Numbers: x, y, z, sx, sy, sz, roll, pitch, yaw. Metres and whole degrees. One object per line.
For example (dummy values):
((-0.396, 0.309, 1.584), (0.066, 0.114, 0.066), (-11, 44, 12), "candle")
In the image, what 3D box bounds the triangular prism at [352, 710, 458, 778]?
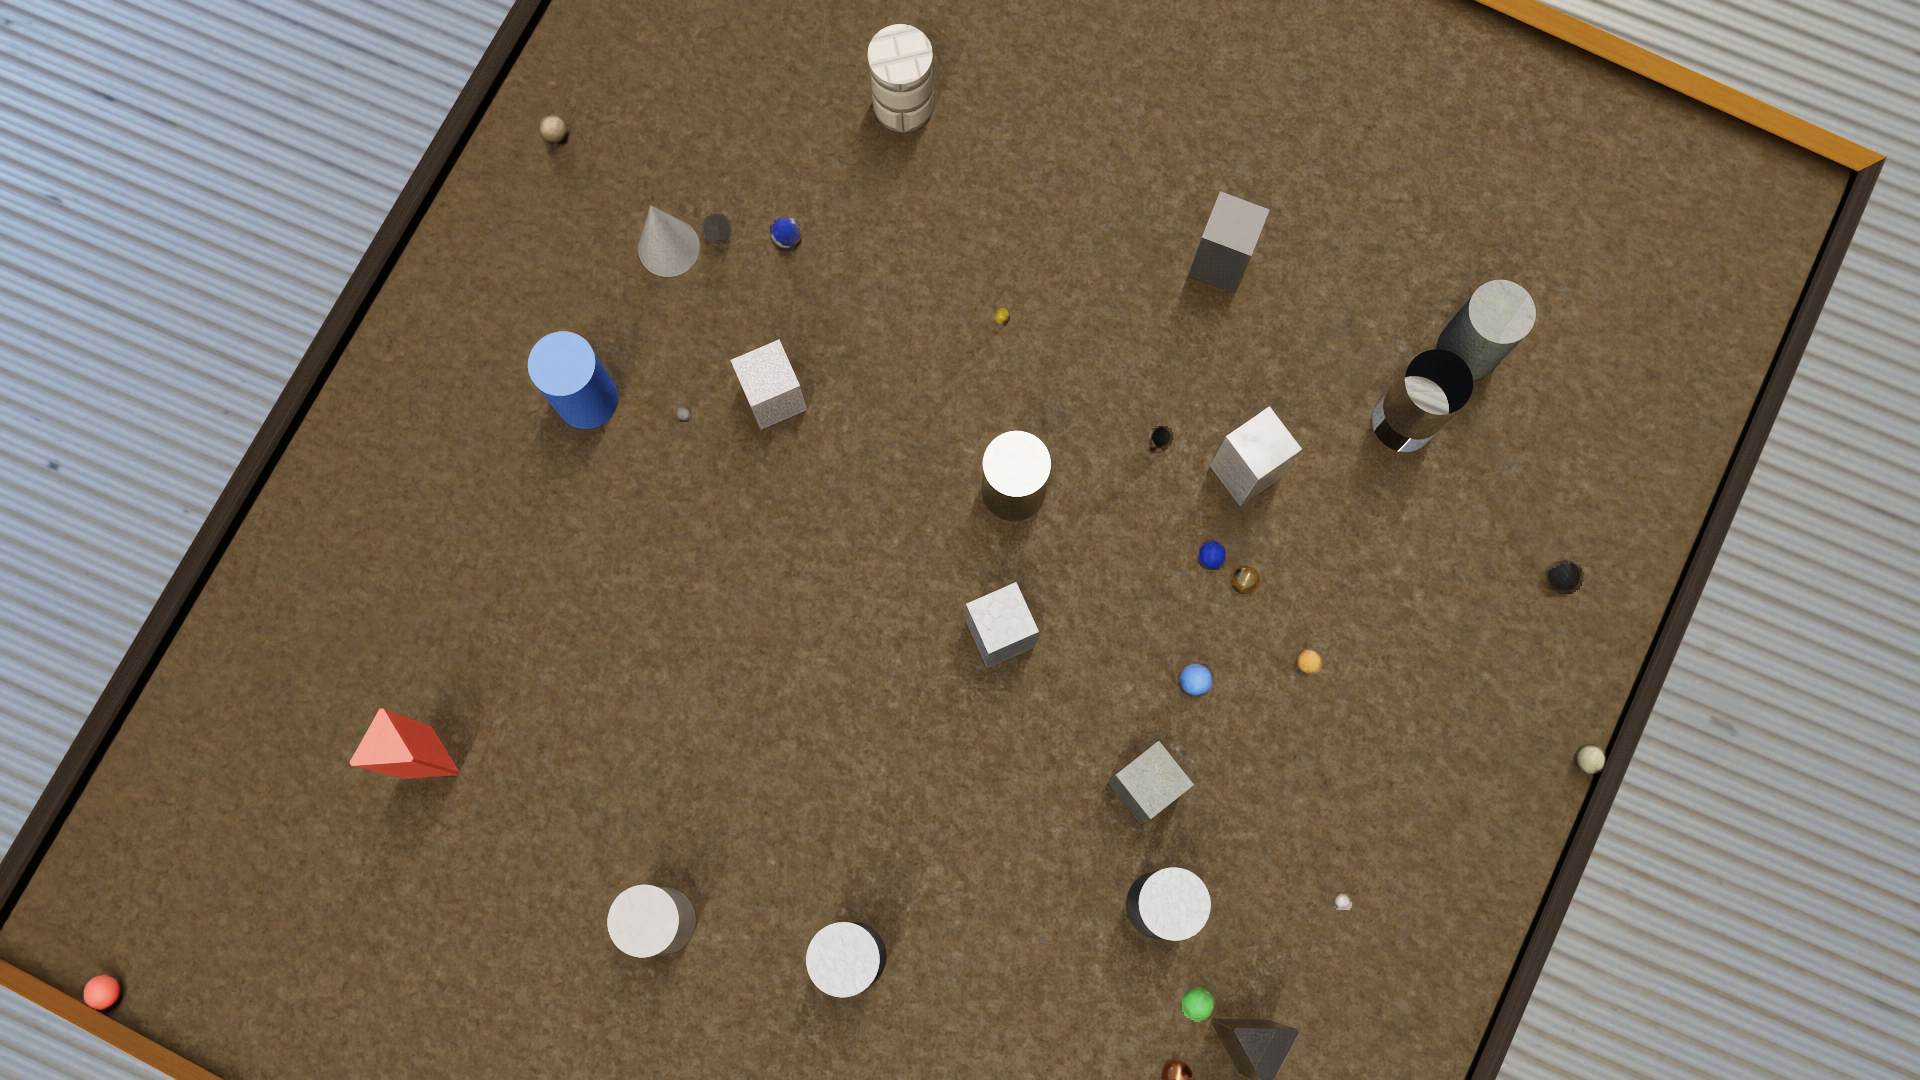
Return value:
((-1.586, 0.583, 5.255), (0.170, 0.471, 0.148), (-4, 78, -1), "triangular prism")

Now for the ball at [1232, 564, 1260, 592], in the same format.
((0.867, 0.117, 5.550), (0.084, 0.084, 0.084), (0, 78, 0), "ball")

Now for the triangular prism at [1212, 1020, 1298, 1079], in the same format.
((0.793, 1.386, 5.095), (0.148, 0.460, 0.170), (31, 80, 6), "triangular prism")

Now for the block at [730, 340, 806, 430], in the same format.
((-0.579, -0.470, 5.579), (0.157, 0.263, 0.157), (-24, 79, -5), "block")

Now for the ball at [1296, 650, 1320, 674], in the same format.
((1.048, 0.365, 5.505), (0.071, 0.071, 0.071), (0, 78, 0), "ball")

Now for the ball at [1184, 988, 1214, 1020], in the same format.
((0.689, 1.339, 5.294), (0.090, 0.090, 0.090), (0, 78, 0), "ball")

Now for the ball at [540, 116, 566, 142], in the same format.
((-1.296, -1.309, 5.846), (0.082, 0.082, 0.082), (0, 78, 0), "ball")

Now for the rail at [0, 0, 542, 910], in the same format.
((-1.813, -0.881, 5.733), (0.045, 0.128, 4.774), (26, 80, 5), "rail")

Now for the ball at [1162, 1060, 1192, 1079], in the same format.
((0.624, 1.537, 5.255), (0.086, 0.086, 0.086), (0, 78, 0), "ball")

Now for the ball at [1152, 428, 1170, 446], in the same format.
((0.621, -0.319, 5.653), (0.058, 0.058, 0.058), (0, 78, 0), "ball")

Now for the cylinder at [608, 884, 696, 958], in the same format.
((-0.875, 1.085, 5.221), (0.197, 0.335, 0.197), (0, 78, 0), "cylinder")

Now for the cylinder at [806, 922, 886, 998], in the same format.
((-0.314, 1.171, 5.135), (0.197, 0.469, 0.197), (0, 78, 0), "cylinder")

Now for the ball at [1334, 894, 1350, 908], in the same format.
((1.122, 1.059, 5.375), (0.043, 0.043, 0.043), (0, 78, 0), "ball")

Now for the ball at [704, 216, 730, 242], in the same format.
((-0.768, -0.981, 5.777), (0.083, 0.083, 0.083), (0, 78, 0), "ball")

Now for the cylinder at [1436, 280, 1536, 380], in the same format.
((1.591, -0.633, 5.559), (0.197, 0.370, 0.197), (0, 78, 0), "cylinder")

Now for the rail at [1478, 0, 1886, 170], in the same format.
((1.057, -2.063, 5.977), (4.102, 0.128, 0.045), (26, 80, 5), "rail")

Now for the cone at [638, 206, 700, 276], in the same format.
((-0.923, -0.963, 5.636), (0.197, 0.351, 0.197), (0, 78, 0), "cone")

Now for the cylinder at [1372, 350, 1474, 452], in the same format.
((1.379, -0.412, 5.483), (0.197, 0.429, 0.197), (0, 78, 0), "cylinder")

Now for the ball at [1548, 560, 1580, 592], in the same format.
((1.828, 0.109, 5.544), (0.097, 0.097, 0.097), (0, 78, 0), "ball")

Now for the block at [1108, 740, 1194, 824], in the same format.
((0.551, 0.707, 5.323), (0.157, 0.289, 0.157), (-37, 81, -7), "block")

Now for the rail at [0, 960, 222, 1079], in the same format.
((-1.057, 2.077, 5.120), (4.102, 0.128, 0.045), (26, 80, 5), "rail")

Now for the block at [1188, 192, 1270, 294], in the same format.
((0.824, -0.912, 5.636), (0.157, 0.332, 0.157), (22, 79, 4), "block")

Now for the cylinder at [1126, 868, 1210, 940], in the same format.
((0.587, 1.035, 5.204), (0.197, 0.389, 0.197), (0, 78, 0), "cylinder")

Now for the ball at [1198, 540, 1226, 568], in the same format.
((0.766, 0.043, 5.565), (0.084, 0.084, 0.084), (0, 78, 0), "ball")

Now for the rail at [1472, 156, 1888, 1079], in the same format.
((1.813, 0.895, 5.365), (0.045, 0.128, 4.774), (26, 80, 5), "rail")

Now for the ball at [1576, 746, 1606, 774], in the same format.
((1.873, 0.653, 5.440), (0.081, 0.081, 0.081), (0, 78, 0), "ball")

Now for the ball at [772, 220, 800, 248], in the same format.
((-0.547, -0.964, 5.770), (0.091, 0.091, 0.091), (0, 78, 0), "ball")

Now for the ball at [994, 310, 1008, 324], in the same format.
((0.128, -0.699, 5.740), (0.042, 0.042, 0.042), (0, 78, 0), "ball")

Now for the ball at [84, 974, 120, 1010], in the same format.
((-2.480, 1.307, 5.296), (0.098, 0.098, 0.098), (0, 78, 0), "ball")

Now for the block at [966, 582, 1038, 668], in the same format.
((0.122, 0.255, 5.401), (0.157, 0.318, 0.157), (-23, 79, -5), "block")

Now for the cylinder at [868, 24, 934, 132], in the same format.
((-0.182, -1.440, 5.736), (0.197, 0.351, 0.197), (0, 78, 0), "cylinder")

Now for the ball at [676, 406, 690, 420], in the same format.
((-0.859, -0.393, 5.675), (0.044, 0.044, 0.044), (0, 78, 0), "ball")

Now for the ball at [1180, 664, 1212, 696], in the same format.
((0.705, 0.417, 5.481), (0.096, 0.096, 0.096), (0, 78, 0), "ball")

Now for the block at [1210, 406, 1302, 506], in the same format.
((0.882, -0.246, 5.486), (0.157, 0.355, 0.157), (-34, 80, -7), "block")

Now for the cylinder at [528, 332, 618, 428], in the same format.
((-1.163, -0.478, 5.528), (0.197, 0.367, 0.197), (0, 78, 0), "cylinder")

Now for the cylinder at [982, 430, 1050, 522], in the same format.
((0.165, -0.187, 5.483), (0.197, 0.337, 0.197), (0, 78, 0), "cylinder")
